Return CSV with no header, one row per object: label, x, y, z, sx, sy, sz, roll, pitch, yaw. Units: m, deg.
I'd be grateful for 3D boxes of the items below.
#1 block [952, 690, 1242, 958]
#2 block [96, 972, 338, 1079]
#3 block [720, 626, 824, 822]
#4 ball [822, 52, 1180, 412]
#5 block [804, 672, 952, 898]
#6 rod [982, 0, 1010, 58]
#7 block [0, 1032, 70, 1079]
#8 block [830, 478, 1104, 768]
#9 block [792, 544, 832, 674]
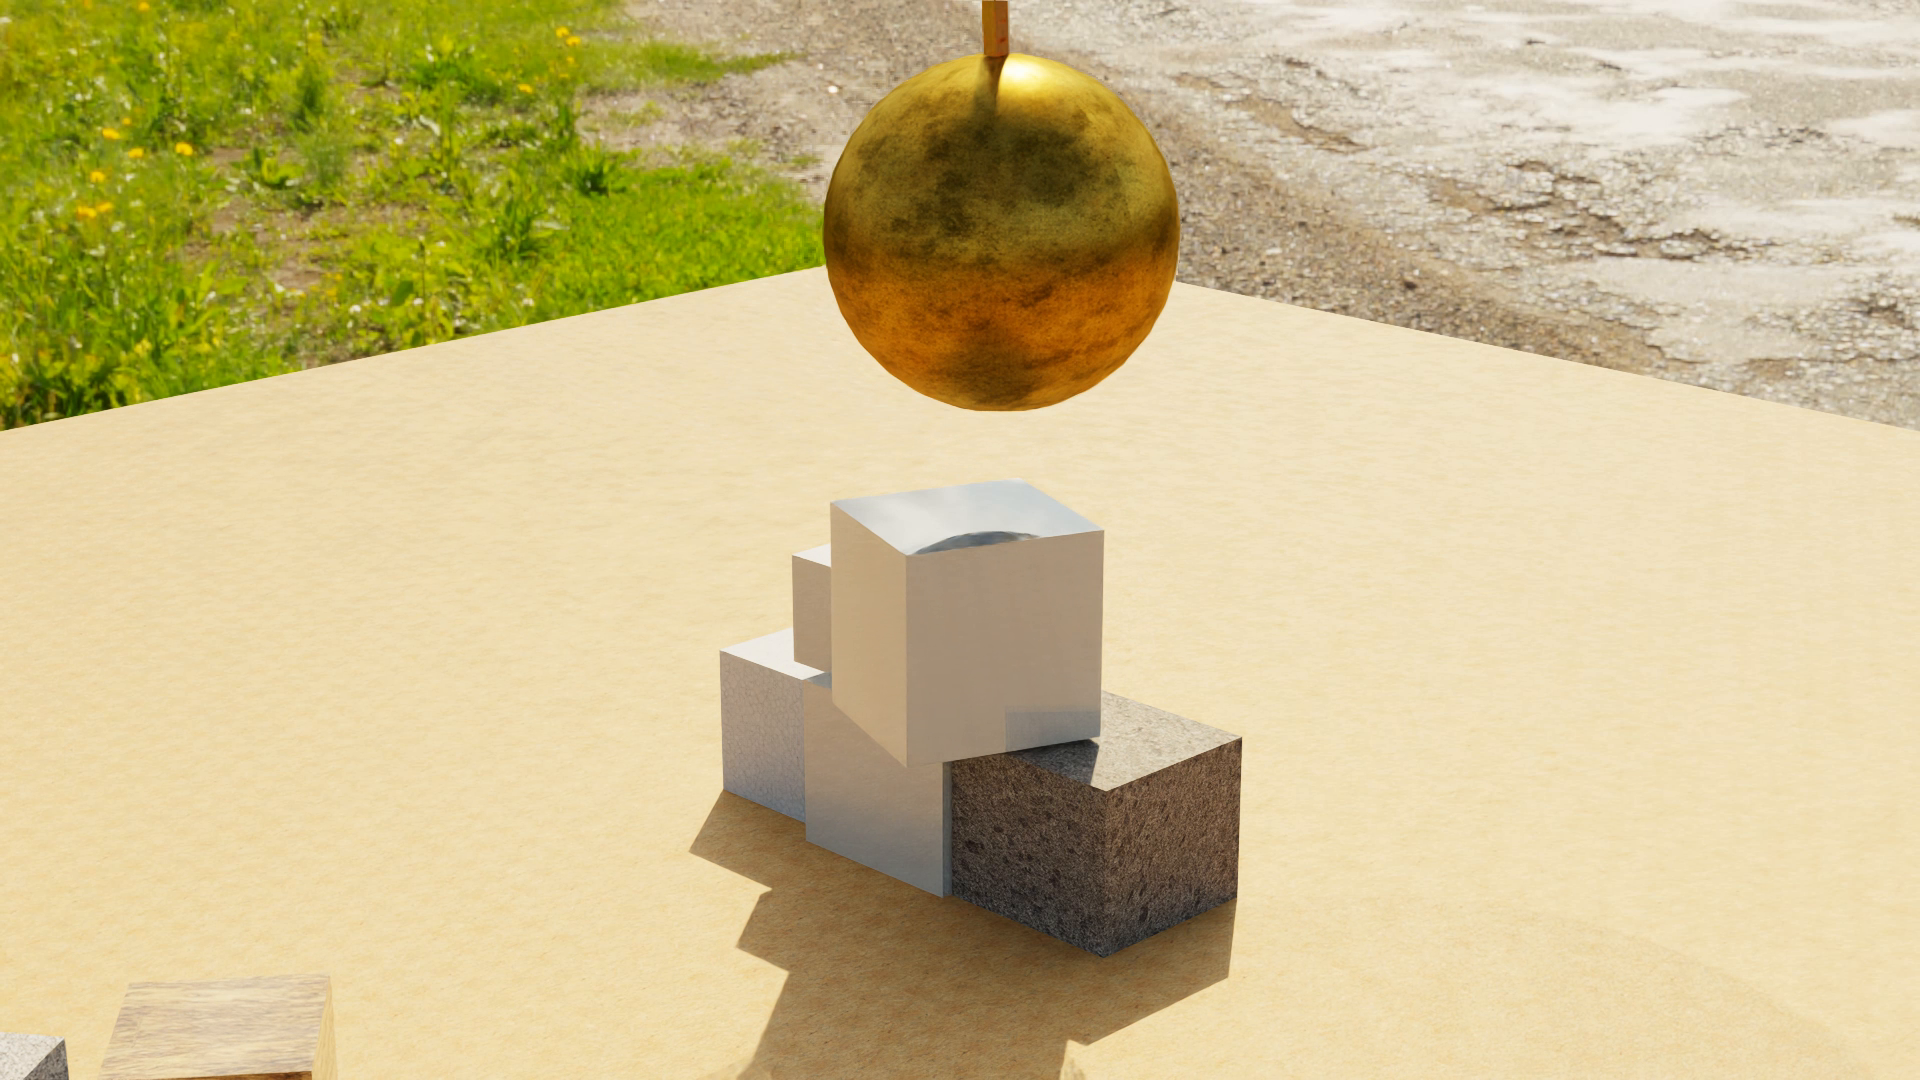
block,0.609,1.237,13.116,0.896,0.774,0.923,-17,24,-42
block,-2.666,2.068,10.631,0.733,0.681,0.783,-2,18,-7
block,-0.650,0.884,14.318,0.711,0.728,0.750,-17,24,-42
ball,0.184,-1.369,13.104,1.600,1.600,1.600,0,17,0
block,-0.044,1.023,13.742,1.012,0.807,0.920,-17,24,-42
rod,0.080,-4.578,11.987,0.080,5.200,0.080,17,26,42
block,-3.609,2.217,9.933,0.886,0.815,0.874,3,18,9
block,0.021,0.346,12.957,0.927,0.955,0.864,-8,19,-23
block,-0.348,0.319,13.755,0.617,0.529,0.619,17,24,42
